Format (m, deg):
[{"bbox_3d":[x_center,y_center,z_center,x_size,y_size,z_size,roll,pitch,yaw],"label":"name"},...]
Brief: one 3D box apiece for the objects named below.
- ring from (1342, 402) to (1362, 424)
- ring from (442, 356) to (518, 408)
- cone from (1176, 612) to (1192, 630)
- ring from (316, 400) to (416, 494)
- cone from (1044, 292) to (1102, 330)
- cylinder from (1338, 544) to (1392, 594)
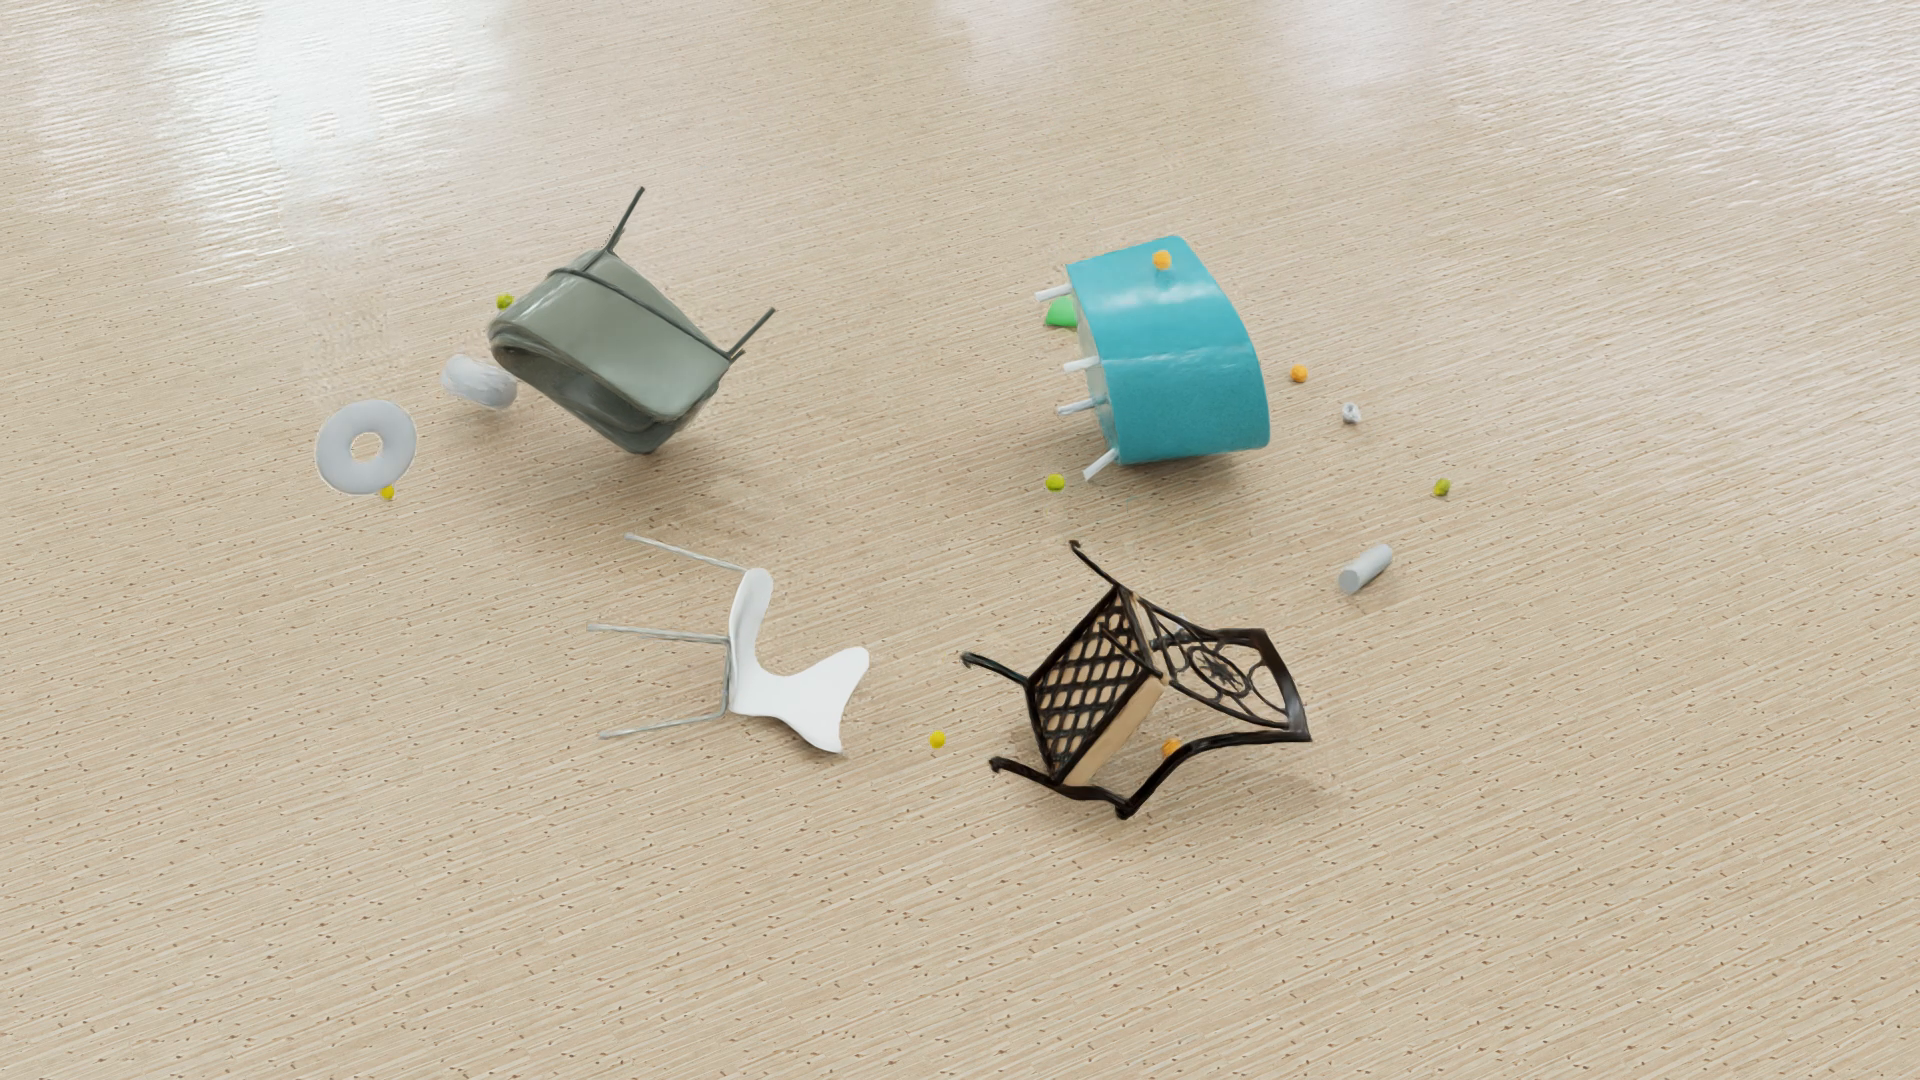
[{"bbox_3d":[1.556,-0.504,11.649,0.068,0.048,0.133,-36,24,11],"label":"ring"},{"bbox_3d":[-1.894,-0.623,11.568,0.316,0.146,0.282,19,4,-41],"label":"ring"},{"bbox_3d":[0.794,0.284,10.442,0.062,0.063,0.047,-10,-10,-19],"label":"cone"},{"bbox_3d":[-2.152,-0.337,10.627,0.378,0.373,0.059,-41,39,-6],"label":"ring"},{"bbox_3d":[0.496,-0.927,12.294,0.241,0.106,0.151,24,83,8],"label":"cone"},{"bbox_3d":[1.479,0.104,10.691,0.085,0.109,0.219,42,48,16],"label":"cylinder"}]
